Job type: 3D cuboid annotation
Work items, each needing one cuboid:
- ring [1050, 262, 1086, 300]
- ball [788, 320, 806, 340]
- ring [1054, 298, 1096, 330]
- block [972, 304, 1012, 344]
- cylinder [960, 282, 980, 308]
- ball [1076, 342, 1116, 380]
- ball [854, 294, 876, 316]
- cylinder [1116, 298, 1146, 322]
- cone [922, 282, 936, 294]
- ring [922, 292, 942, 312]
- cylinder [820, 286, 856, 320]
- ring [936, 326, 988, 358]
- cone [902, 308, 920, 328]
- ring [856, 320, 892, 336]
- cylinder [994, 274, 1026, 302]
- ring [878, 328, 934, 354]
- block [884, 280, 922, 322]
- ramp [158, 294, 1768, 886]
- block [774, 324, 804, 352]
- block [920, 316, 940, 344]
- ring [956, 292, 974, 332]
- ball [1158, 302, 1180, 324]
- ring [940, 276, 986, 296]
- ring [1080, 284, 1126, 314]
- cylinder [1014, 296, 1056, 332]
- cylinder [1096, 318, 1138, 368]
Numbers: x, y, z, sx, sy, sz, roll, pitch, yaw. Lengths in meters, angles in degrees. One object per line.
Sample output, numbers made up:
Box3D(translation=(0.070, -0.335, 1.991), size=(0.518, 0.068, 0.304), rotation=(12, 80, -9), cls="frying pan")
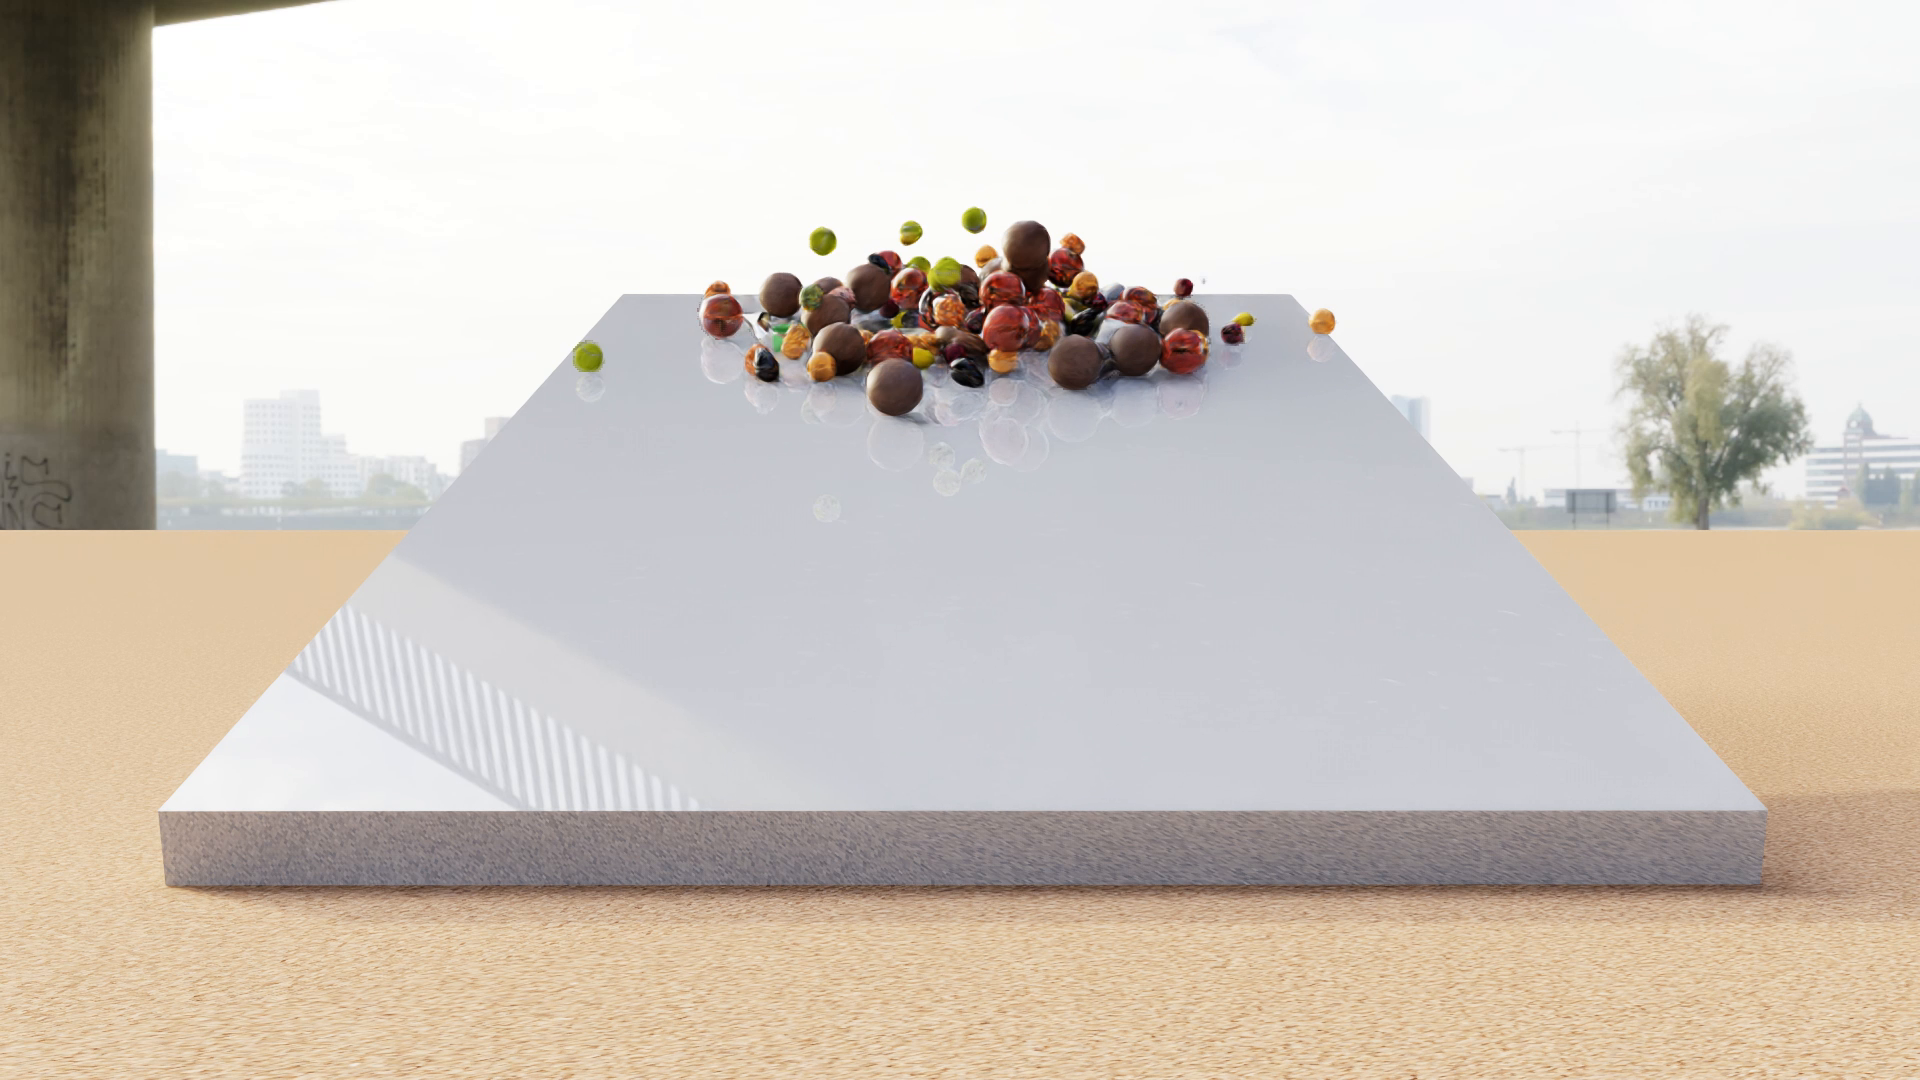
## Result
Box3D(translation=(0.299, -0.723, 6.136), size=(0.108, 0.108, 0.036), rotation=(0, 9, 24), cls="ring")
Box3D(translation=(-0.434, -0.542, 5.764), size=(0.064, 0.064, 0.064), rotation=(0, 0, 0), cls="ball")
Box3D(translation=(0.312, -0.614, 5.987), size=(0.132, 0.044, 0.132), rotation=(25, 22, -11), cls="ring")
Box3D(translation=(0.082, -0.544, 5.559), size=(0.061, 0.061, 0.061), rotation=(-37, -15, -35), cls="block")
Box3D(translation=(0.025, -0.635, 5.708), size=(0.054, 0.054, 0.054), rotation=(4, -15, 1), cls="cylinder")
Box3D(translation=(0.329, -0.432, 5.315), size=(0.094, 0.094, 0.094), rotation=(0, 0, 0), cls="ball")
Box3D(translation=(-0.269, -0.665, 6.215), size=(0.059, 0.059, 0.059), rotation=(0, 0, 0), cls="ball")
Box3D(translation=(0.478, -0.639, 6.123), size=(0.061, 0.061, 0.061), rotation=(-7, 3, -24), cls="cylinder")
Box3D(translation=(-0.123, -0.708, 6.267), size=(0.091, 0.091, 0.091), rotation=(27, 12, 24), cls="cone")
Box3D(translation=(-0.073, -0.664, 6.199), size=(0.077, 0.026, 0.077), rotation=(-10, -42, -9), cls="ring")
Box3D(translation=(-0.326, -0.633, 5.882), size=(0.072, 0.072, 0.072), rotation=(0, 22, 29), cls="cylinder")
Box3D(translation=(0.005, -0.497, 5.525), size=(0.144, 0.048, 0.144), rotation=(21, 3, -1), cls="ring")
Box3D(translation=(-0.117, -0.565, 5.902), size=(0.079, 0.079, 0.079), rotation=(0, 42, -5), cls="cone")
Box3D(translation=(-0.231, -0.571, 5.926), size=(0.101, 0.034, 0.101), rotation=(1, 17, 0), cls="ring")
Box3D(translation=(0.146, -0.740, 6.453), size=(0.077, 0.077, 0.077), rotation=(4, 1, 15), cls="cylinder")
Box3D(translation=(-0.142, -0.518, 5.709), size=(0.146, 0.049, 0.146), rotation=(-1, 16, 0), cls="ring")
Box3D(translation=(-0.160, -0.671, 6.162), size=(0.099, 0.099, 0.099), rotation=(-1, 16, -4), cls="block")
Box3D(translation=(-0.002, -0.152, 4.673), size=(2.000, 0.100, 4.000), rotation=(0, 16, 0), cls="ramp")
Box3D(translation=(-0.443, -0.524, 5.704), size=(0.063, 0.063, 0.063), rotation=(4, 16, 15), cls="block")
Box3D(translation=(-0.061, -0.562, 5.815), size=(0.075, 0.075, 0.075), rotation=(4, 16, 13), cls="block")
Box3D(translation=(-0.014, -0.607, 5.865), size=(0.041, 0.122, 0.122), rotation=(-31, 19, -34), cls="ring")
Box3D(translation=(0.580, -0.629, 6.086), size=(0.060, 0.060, 0.060), rotation=(0, 0, 0), cls="ball")
Box3D(translation=(0.002, -0.735, 6.463), size=(0.145, 0.048, 0.145), rotation=(-5, 23, 2), cls="ring")
Box3D(translation=(0.396, -0.672, 6.148), size=(0.144, 0.048, 0.144), rotation=(-26, 12, 6), cls="ring")
Box3D(translation=(0.203, -0.613, 5.972), size=(0.086, 0.086, 0.086), rotation=(-10, 5, -24), cls="cylinder")
Box3D(translation=(0.384, -0.489, 5.467), size=(0.093, 0.093, 0.093), rotation=(20, 20, -7), cls="cylinder")
